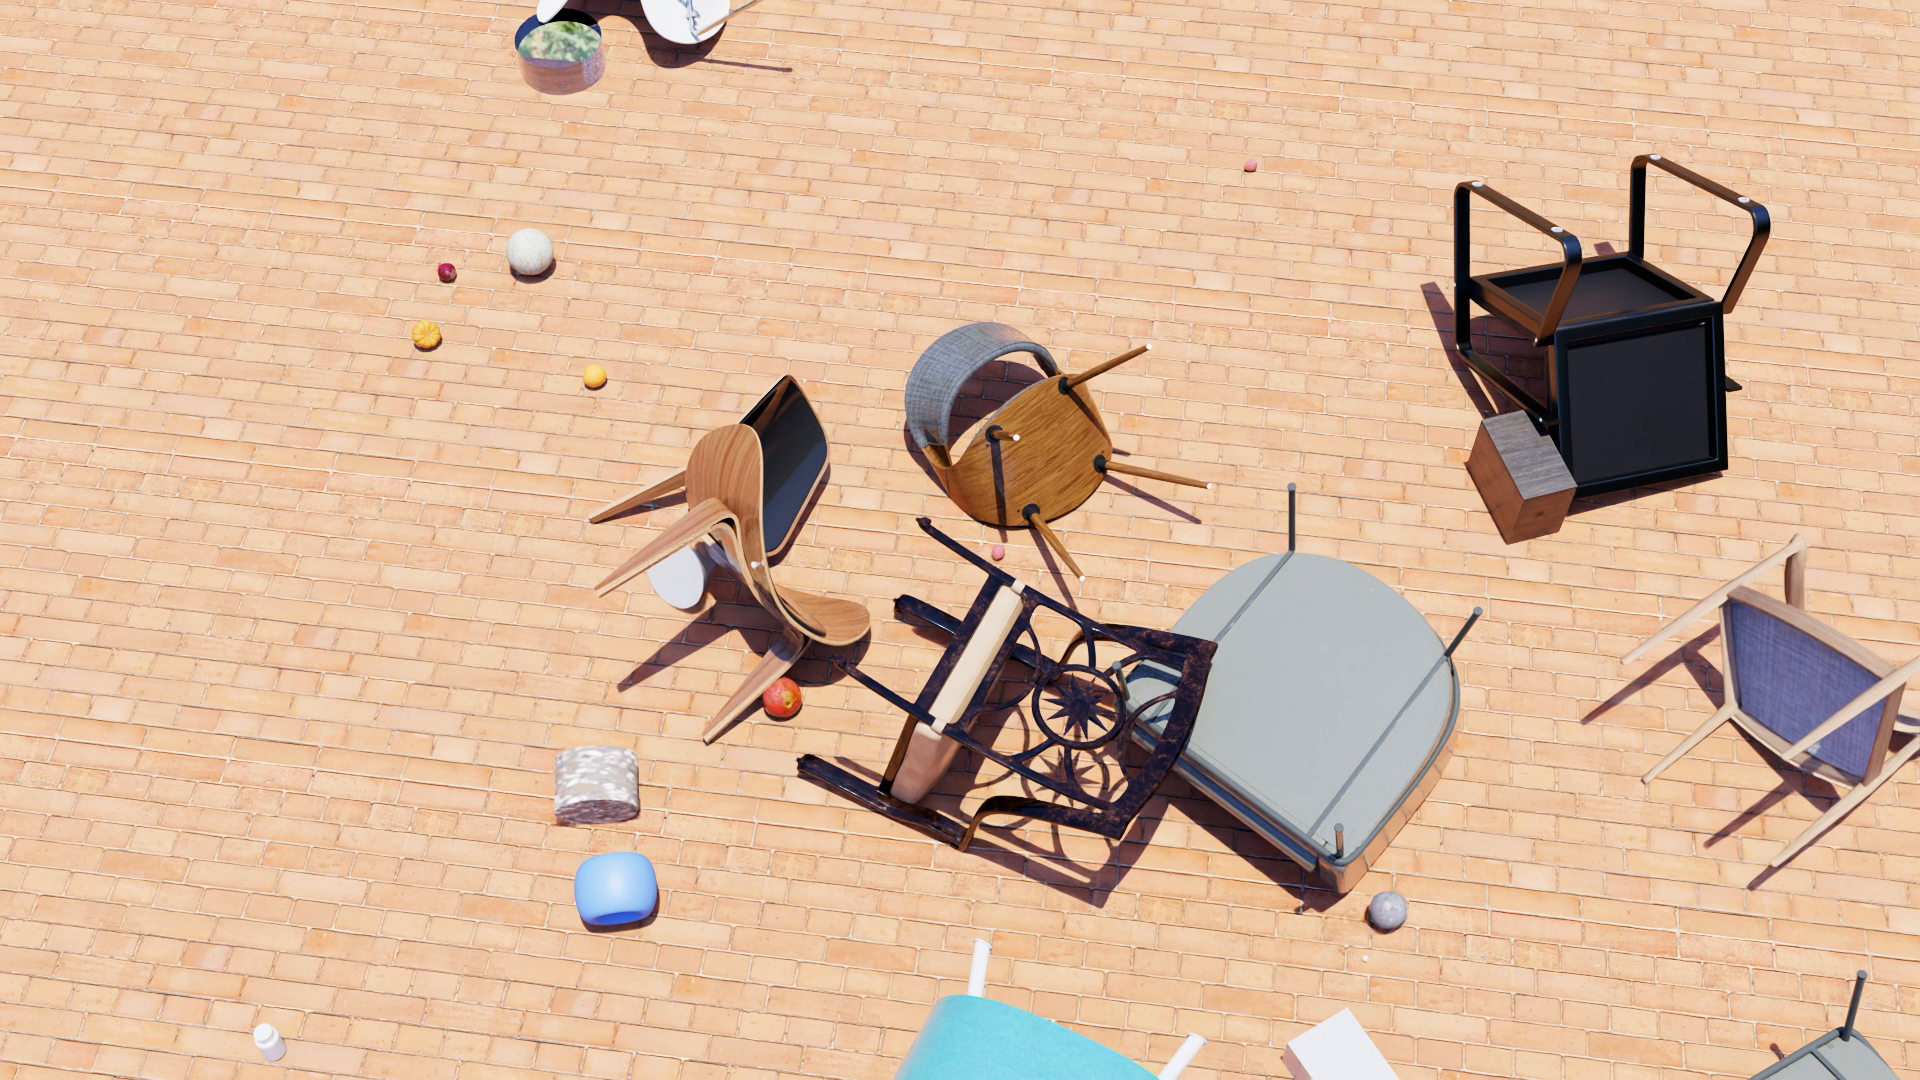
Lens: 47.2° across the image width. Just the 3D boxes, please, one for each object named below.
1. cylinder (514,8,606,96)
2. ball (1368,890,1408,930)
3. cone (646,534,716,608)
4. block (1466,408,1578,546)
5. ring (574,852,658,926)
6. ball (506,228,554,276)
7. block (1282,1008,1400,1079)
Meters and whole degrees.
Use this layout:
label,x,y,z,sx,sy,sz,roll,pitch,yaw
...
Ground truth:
label,x,y,z,sx,sy,sz,roll,pitch,yaw
cylinder,-1.386,-1.696,7.634,0.300,0.129,0.295,2,56,1
ball,1.139,0.986,5.851,0.102,0.102,0.102,0,56,0
cone,-0.778,0.078,6.468,0.252,0.208,0.170,31,28,32
block,1.672,-0.190,6.558,0.169,0.238,0.301,-14,57,-9
ring,-0.914,0.926,5.839,0.221,0.198,0.161,-11,69,7
ball,-1.390,-0.932,7.107,0.153,0.153,0.153,0,56,0
block,0.982,1.371,5.579,0.187,0.123,0.286,-26,60,-16
